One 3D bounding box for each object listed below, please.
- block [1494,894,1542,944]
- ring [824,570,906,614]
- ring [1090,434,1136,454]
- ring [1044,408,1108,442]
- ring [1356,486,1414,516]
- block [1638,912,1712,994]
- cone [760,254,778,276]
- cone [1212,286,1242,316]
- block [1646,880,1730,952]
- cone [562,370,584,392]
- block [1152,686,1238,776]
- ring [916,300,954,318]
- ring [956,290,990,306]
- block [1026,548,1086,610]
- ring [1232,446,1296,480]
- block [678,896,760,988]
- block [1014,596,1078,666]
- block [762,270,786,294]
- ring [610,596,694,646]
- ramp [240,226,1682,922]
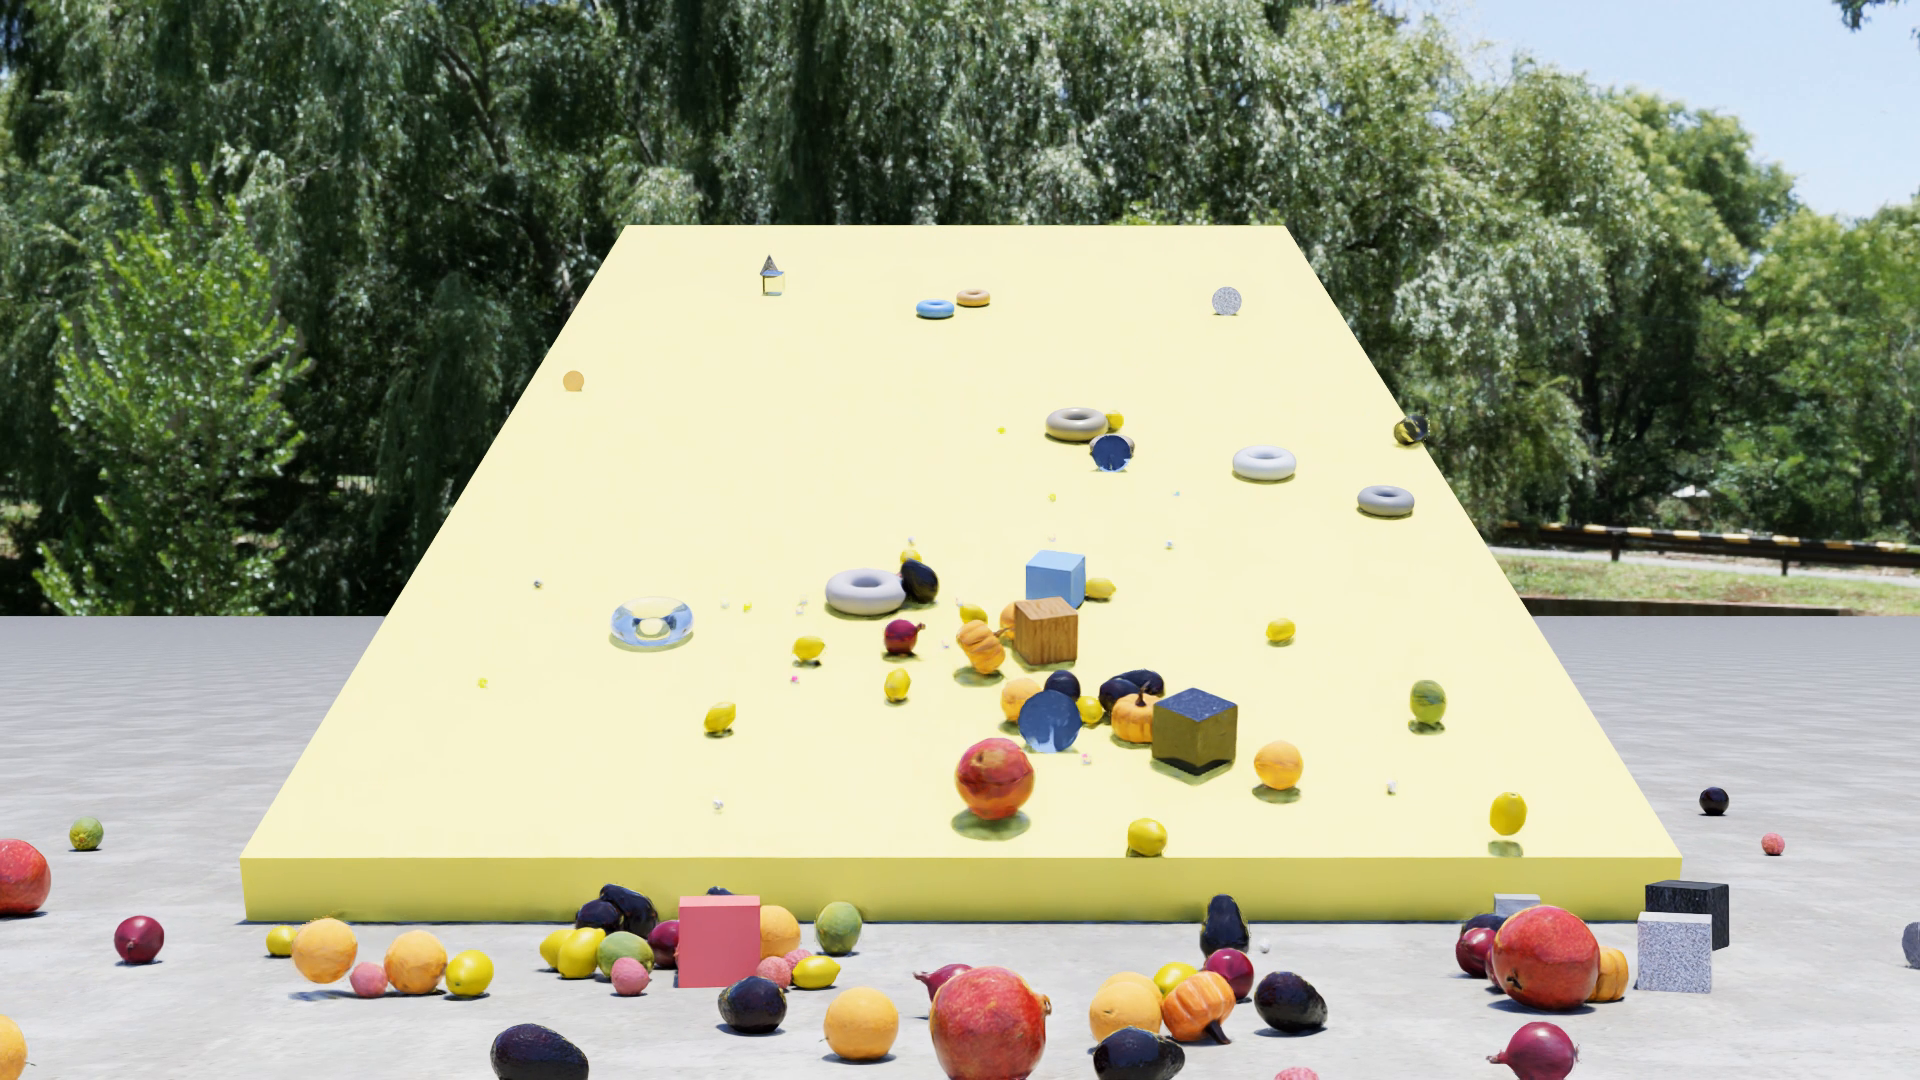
[{"bbox_3d":[0.736,0.499,3.001,0.057,0.057,0.057,0,-2,10],"label":"block"},{"bbox_3d":[-0.167,0.091,4.018,0.146,0.049,0.146,1,20,0],"label":"ring"},{"bbox_3d":[0.323,-0.199,4.822,0.097,0.032,0.097,-1,21,0],"label":"ring"},{"bbox_3d":[0.254,-0.251,4.944,0.140,0.047,0.140,-1,21,0],"label":"ring"},{"bbox_3d":[0.842,-0.078,4.492,0.114,0.038,0.114,1,20,0],"label":"ring"},{"bbox_3d":[0.828,0.477,2.630,0.080,0.080,0.080,-1,-2,19],"label":"block"},{"bbox_3d":[-0.529,-0.766,6.306,0.059,0.059,0.059,0,20,0],"label":"cone"},{"bbox_3d":[0.696,-0.616,5.943,0.078,0.078,0.078,0,-6,4],"label":"cone"},{"bbox_3d":[0.941,0.486,2.941,0.080,0.080,0.080,-1,-2,38],"label":"block"},{"bbox_3d":[-0.893,-0.365,5.276,0.050,0.050,0.050,0,-6,0],"label":"cone"},{"bbox_3d":[0.354,0.288,3.428,0.090,0.090,0.090,-18,27,-40],"label":"block"},{"bbox_3d":[-0.064,-0.600,5.899,0.102,0.034,0.102,1,20,0],"label":"ring"},{"bbox_3d":[0.035,-0.641,6.012,0.094,0.031,0.094,-1,21,0],"label":"ring"},{"bbox_3d":[0.169,0.074,4.012,0.084,0.084,0.084,8,22,19],"label":"block"},{"bbox_3d":[0.630,-0.159,4.700,0.134,0.045,0.134,-1,22,0],"label":"ring"},{"bbox_3d":[-0.282,0.471,2.670,0.094,0.094,0.094,0,-2,-6],"label":"block"},{"bbox_3d":[0.143,0.153,3.802,0.084,0.084,0.084,-7,21,-17],"label":"block"},{"bbox_3d":[-0.501,-0.693,6.119,0.052,0.052,0.052,2,21,6],"label":"block"},{"bbox_3d":[-0.526,0.139,3.888,0.145,0.048,0.145,0,22,0],"label":"ring"},{"bbox_3d":[-0.005,-0.210,5.041,2.000,0.100,4.000,0,20,0],"label":"ramp"}]
